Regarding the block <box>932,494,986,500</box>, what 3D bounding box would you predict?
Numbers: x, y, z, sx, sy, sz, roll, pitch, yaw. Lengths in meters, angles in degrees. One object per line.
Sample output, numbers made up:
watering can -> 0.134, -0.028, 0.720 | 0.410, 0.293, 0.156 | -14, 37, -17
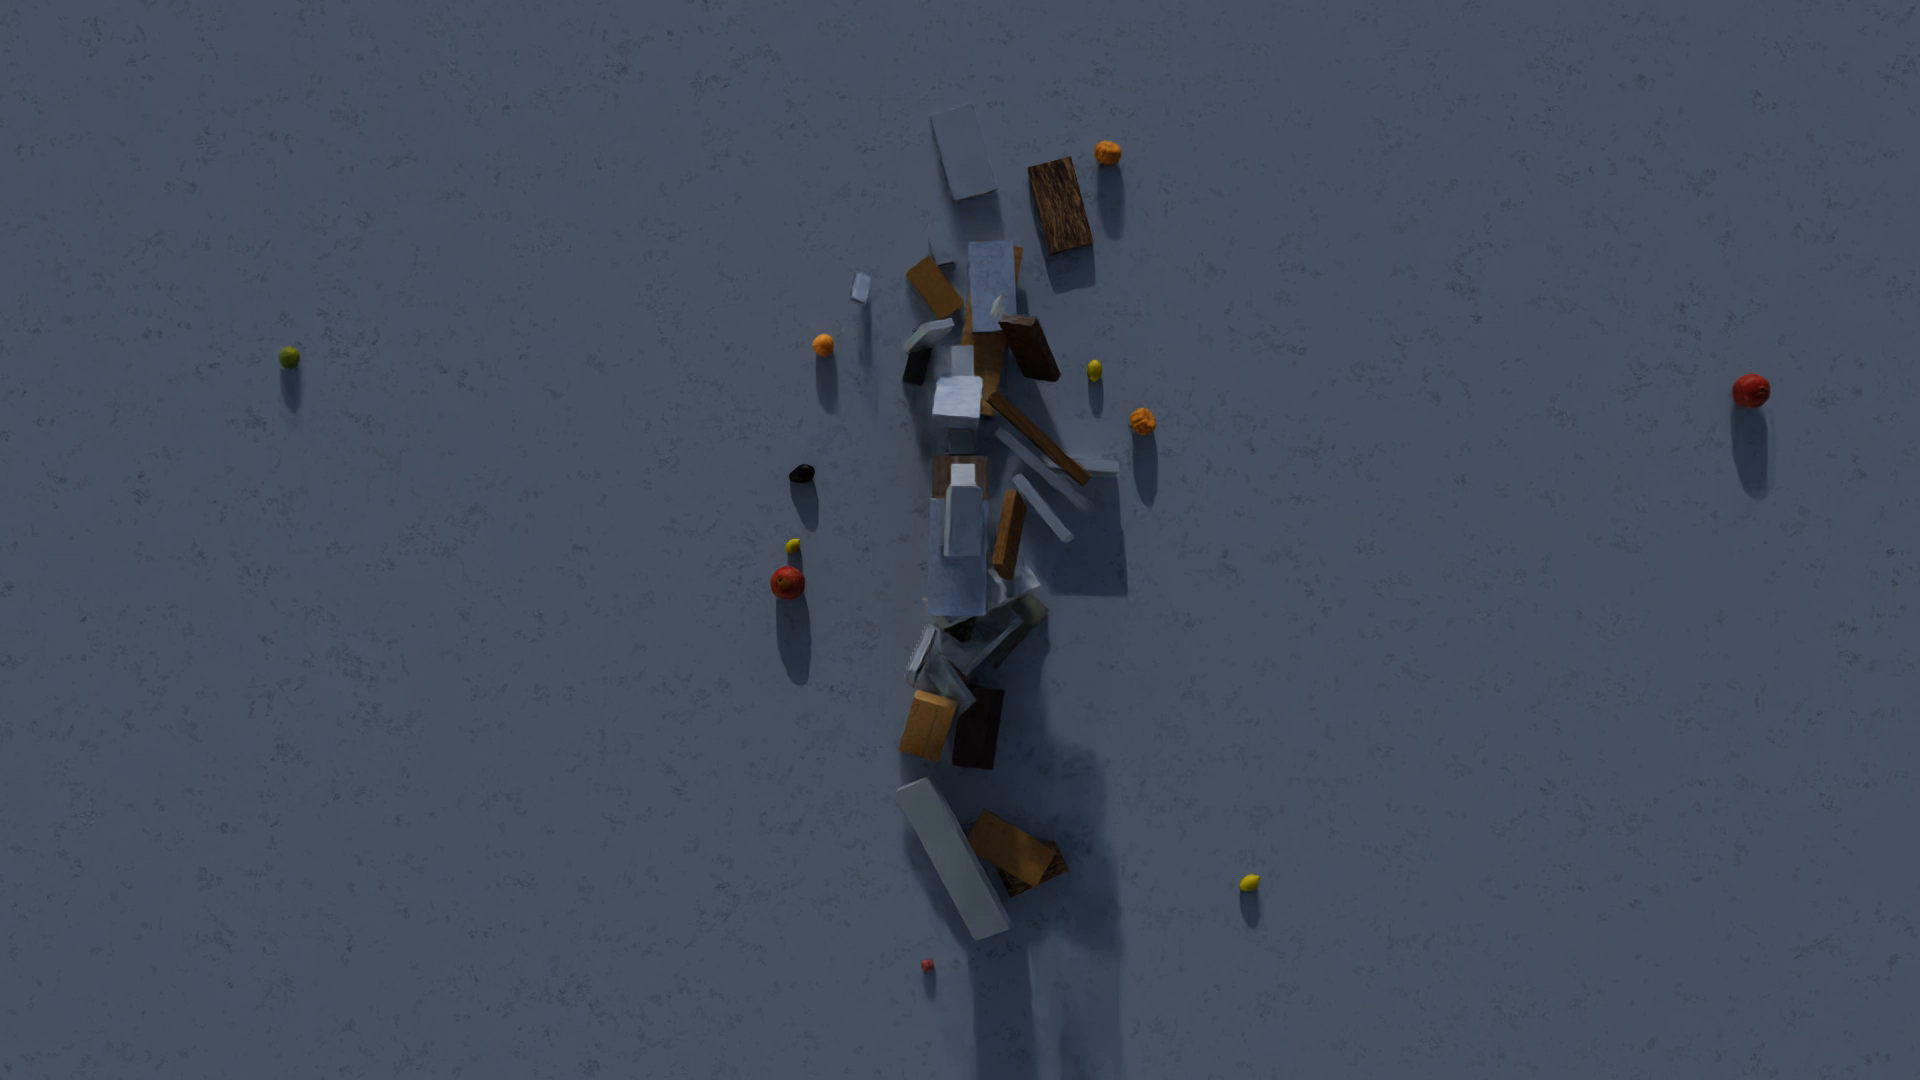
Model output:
block -> -0.001, -0.087, 4.934 | 0.167, 0.334, 0.047 | -1, 99, 0

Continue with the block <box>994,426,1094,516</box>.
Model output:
block -> 0.254, -0.214, 5.074 | 0.375, 0.108, 0.031 | 41, 93, -4

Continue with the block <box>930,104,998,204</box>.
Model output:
block -> 0.012, -1.283, 5.479 | 0.147, 0.042, 0.294 | -16, 90, 0

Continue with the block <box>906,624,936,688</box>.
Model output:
block -> -0.126, 0.378, 5.399 | 0.027, 0.095, 0.189 | 20, 55, 6

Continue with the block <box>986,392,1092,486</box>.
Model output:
block -> 0.244, -0.315, 5.131 | 0.394, 0.128, 0.036 | 41, 91, -6

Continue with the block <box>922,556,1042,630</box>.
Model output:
block -> 0.074, 0.164, 5.234 | 0.118, 0.474, 0.033 | 56, 131, 13

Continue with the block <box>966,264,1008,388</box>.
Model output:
block -> 0.090, -0.708, 5.479 | 0.147, 0.042, 0.403 | 2, 90, 0

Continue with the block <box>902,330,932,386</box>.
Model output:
block -> -0.137, -0.606, 5.490 | 0.068, 0.019, 0.178 | 15, 90, 0

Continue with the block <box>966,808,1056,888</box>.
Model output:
block -> 0.163, 1.017, 5.450 | 0.275, 0.039, 0.138 | 30, 90, 0

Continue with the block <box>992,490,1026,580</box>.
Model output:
block -> 0.145, -0.016, 4.840 | 0.033, 0.118, 0.236 | 4, 68, 19

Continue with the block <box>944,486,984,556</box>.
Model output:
block -> 0.010, -0.053, 4.685 | 0.099, 0.028, 0.199 | 1, 94, -26

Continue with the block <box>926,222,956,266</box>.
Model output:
block -> -0.062, -0.985, 5.490 | 0.068, 0.019, 0.136 | -14, 90, 0

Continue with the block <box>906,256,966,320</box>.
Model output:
block -> -0.082, -0.835, 5.476 | 0.099, 0.028, 0.199 | -37, 91, 9

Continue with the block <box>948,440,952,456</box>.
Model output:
block -> -0.001, -0.298, 5.385 | 0.077, 0.022, 0.153 | 3, 49, 2

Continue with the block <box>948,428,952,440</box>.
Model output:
block -> -0.002, -0.372, 5.411 | 0.052, 0.015, 0.104 | 10, 62, 8

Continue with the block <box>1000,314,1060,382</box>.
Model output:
block -> 0.228, -0.623, 5.367 | 0.128, 0.256, 0.036 | 13, 57, 35

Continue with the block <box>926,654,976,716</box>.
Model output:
block -> -0.031, 0.470, 5.356 | 0.027, 0.094, 0.189 | -25, 74, -41

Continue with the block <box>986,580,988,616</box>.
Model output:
block -> -0.003, 0.149, 4.947 | 0.167, 0.334, 0.047 | 1, 107, 0

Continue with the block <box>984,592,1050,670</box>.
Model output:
block -> 0.158, 0.285, 5.456 | 0.132, 0.037, 0.265 | 43, 79, 0

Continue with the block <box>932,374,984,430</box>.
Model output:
block -> -0.006, -0.441, 5.234 | 0.147, 0.293, 0.042 | 4, 121, 1

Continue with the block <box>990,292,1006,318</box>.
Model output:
block -> 0.119, -0.731, 5.139 | 0.015, 0.104, 0.052 | 16, 76, -11

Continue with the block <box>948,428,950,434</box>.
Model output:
block -> -0.002, -0.334, 5.445 | 0.077, 0.022, 0.153 | 0, 53, 0

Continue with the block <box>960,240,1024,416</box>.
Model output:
block -> 0.086, -0.697, 5.438 | 0.147, 0.042, 0.562 | 10, 90, 0

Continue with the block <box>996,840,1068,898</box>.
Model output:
block -> 0.241, 1.093, 5.485 | 0.216, 0.031, 0.108 | -26, 90, 0

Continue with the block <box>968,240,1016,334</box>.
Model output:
block -> 0.107, -0.828, 5.396 | 0.147, 0.042, 0.293 | -3, 90, 0

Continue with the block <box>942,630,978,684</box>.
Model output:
block -> -0.002, 0.375, 5.464 | 0.104, 0.030, 0.209 | -5, 78, 0

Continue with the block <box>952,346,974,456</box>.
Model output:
block -> 0.008, -0.455, 5.372 | 0.072, 0.020, 0.367 | 0, 79, 0

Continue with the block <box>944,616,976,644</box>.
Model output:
block -> 0.011, 0.227, 5.319 | 0.095, 0.027, 0.189 | 33, 117, 33

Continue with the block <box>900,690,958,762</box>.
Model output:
block -> -0.106, 0.608, 5.392 | 0.138, 0.039, 0.275 | 16, 133, 0

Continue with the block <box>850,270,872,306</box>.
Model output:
block -> -0.327, -0.833, 5.462 | 0.052, 0.015, 0.104 | 23, 64, -28

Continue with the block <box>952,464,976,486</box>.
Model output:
block -> 0.010, -0.190, 5.035 | 0.072, 0.144, 0.020 | -2, 122, 0

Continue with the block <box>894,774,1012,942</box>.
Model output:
block -> -0.020, 1.048, 5.432 | 0.138, 0.039, 0.567 | -26, 95, 25

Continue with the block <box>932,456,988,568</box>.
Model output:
block -> 0.000, -0.088, 5.127 | 0.174, 0.049, 0.348 | 0, 90, 0

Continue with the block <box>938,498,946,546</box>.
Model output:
block -> -0.025, -0.053, 4.709 | 0.068, 0.019, 0.136 | 1, 94, -1

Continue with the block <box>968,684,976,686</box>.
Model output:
block -> 0.001, 0.520, 5.485 | 0.104, 0.030, 0.209 | -3, 90, 0

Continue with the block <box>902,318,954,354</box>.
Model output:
block -> -0.103, -0.664, 5.369 | 0.099, 0.199, 0.028 | -14, 81, -27

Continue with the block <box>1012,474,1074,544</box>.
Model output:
block -> 0.246, -0.093, 4.894 | 0.033, 0.118, 0.236 | -39, 81, 4

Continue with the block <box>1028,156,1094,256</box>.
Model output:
block -> 0.333, -1.110, 5.479 | 0.147, 0.042, 0.294 | -15, 90, 0

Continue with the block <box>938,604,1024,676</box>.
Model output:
block -> 0.066, 0.311, 5.380 | 0.265, 0.037, 0.132 | -43, 51, -10

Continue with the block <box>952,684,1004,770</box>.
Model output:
block -> 0.059, 0.615, 5.417 | 0.132, 0.037, 0.265 | 8, 92, -15

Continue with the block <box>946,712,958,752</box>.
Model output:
block -> 0.024, 0.598, 5.451 | 0.104, 0.030, 0.209 | 9, 92, -6

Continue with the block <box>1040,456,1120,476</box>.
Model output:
block -> 0.390, -0.242, 5.435 | 0.256, 0.128, 0.036 | 4, 85, 0

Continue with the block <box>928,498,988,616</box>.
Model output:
block -> -0.006, 0.050, 4.749 | 0.167, 0.047, 0.334 | 2, 93, 0

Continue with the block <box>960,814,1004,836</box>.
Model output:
block -> 0.051, 0.989, 5.485 | 0.216, 0.031, 0.108 | -15, 90, 0

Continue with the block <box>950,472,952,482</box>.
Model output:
block -> 0.009, -0.166, 5.035 | 0.072, 0.144, 0.020 | -1, 122, 0
